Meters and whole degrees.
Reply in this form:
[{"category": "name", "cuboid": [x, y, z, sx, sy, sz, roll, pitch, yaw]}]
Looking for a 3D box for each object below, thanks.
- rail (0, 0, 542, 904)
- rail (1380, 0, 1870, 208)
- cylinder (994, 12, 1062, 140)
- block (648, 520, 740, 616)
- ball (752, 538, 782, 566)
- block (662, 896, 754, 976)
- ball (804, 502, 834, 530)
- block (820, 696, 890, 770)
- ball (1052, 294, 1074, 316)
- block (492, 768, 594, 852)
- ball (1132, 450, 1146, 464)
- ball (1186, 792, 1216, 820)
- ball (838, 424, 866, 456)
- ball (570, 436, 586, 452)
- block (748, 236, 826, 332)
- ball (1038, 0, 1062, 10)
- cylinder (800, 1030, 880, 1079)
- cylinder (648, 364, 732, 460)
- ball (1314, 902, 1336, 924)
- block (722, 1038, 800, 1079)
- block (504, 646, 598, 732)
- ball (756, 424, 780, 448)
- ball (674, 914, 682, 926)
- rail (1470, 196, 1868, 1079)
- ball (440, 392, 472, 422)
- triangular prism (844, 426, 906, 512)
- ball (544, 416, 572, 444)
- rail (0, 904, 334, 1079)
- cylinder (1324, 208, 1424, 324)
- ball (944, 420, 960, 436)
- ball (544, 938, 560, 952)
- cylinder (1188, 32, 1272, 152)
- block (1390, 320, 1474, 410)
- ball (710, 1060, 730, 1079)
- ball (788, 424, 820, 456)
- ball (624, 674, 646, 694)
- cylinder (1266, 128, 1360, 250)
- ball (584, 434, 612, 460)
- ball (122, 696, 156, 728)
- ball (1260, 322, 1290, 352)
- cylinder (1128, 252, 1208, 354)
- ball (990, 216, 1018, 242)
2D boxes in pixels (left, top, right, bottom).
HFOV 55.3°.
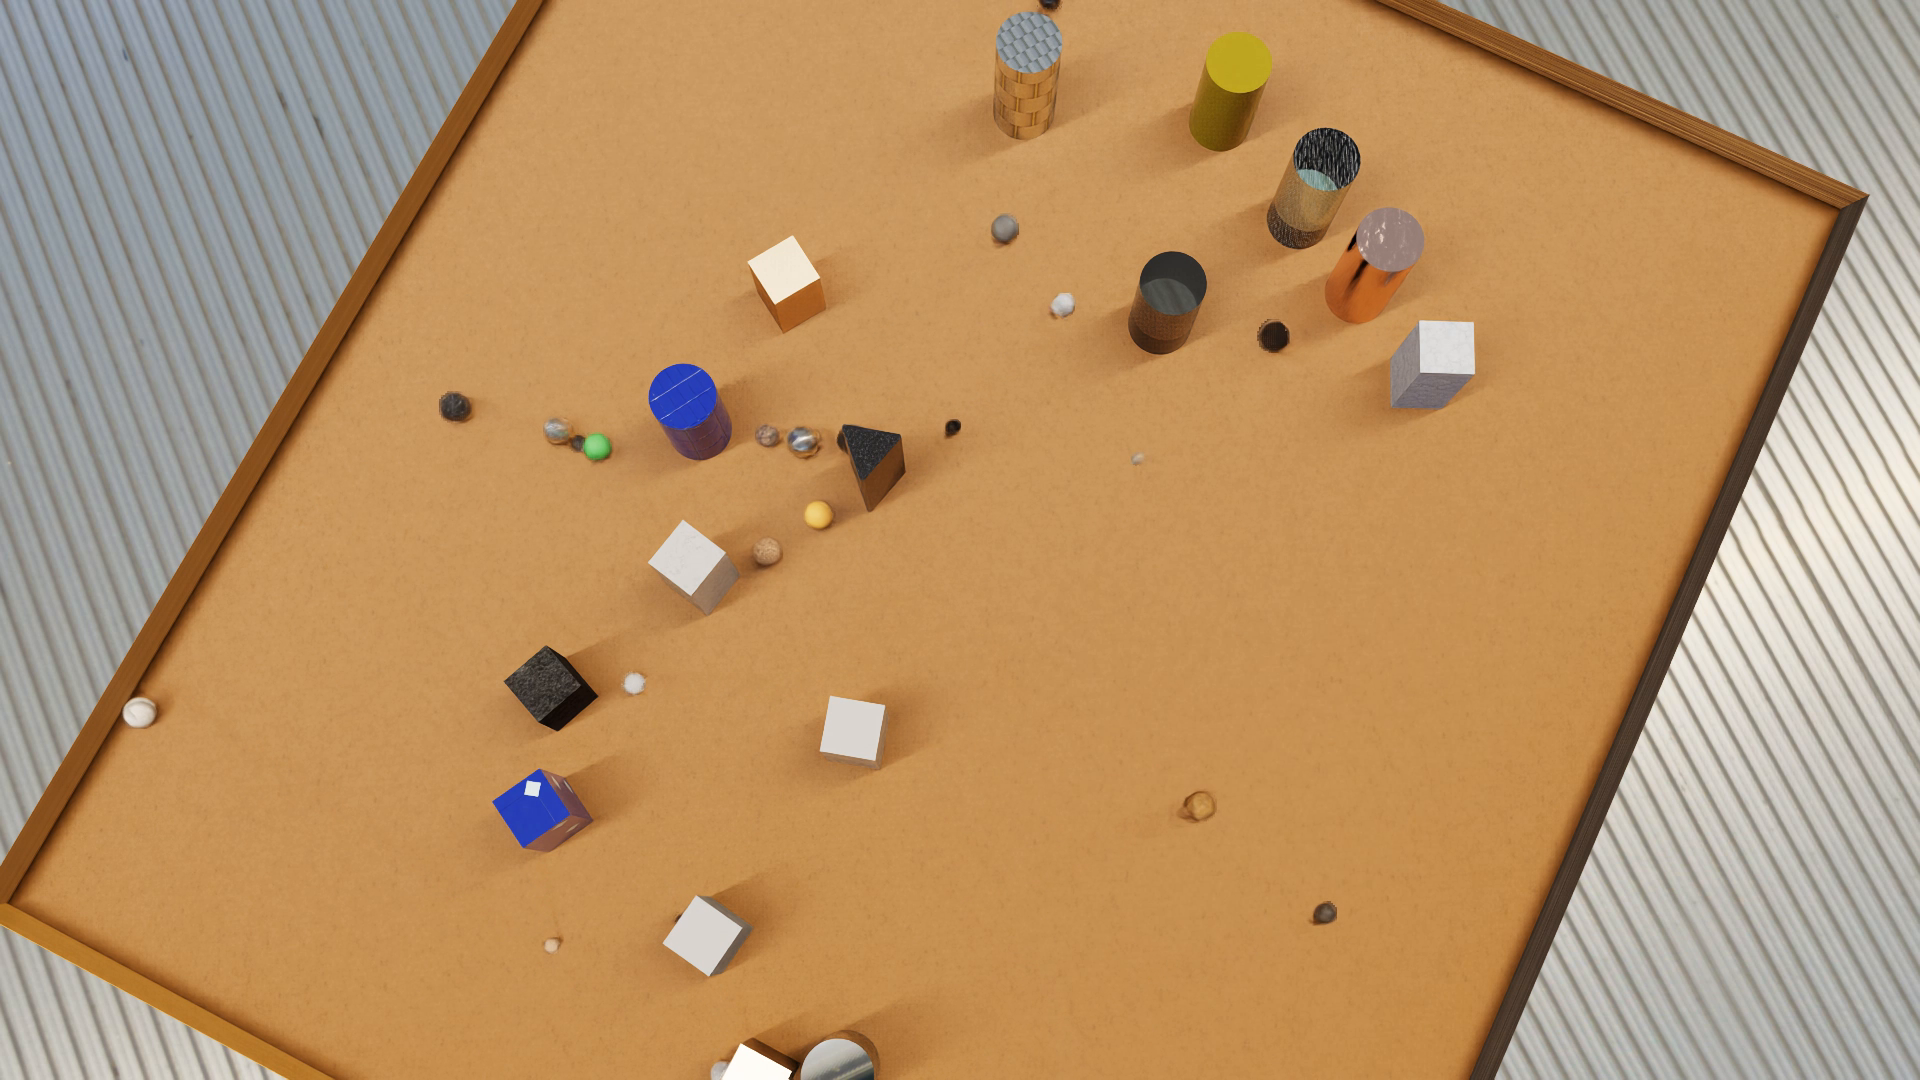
[{"category": "rail", "cuboid": [-1.810, -0.879, 5.732, 0.045, 0.129, 4.490, 26, 80, 5]}, {"category": "rail", "cuboid": [0.993, -1.939, 5.951, 4.094, 0.129, 0.045, 26, 80, 5]}, {"category": "cylinder", "cuboid": [0.206, -1.429, 5.670, 0.198, 0.474, 0.198, 0, 78, 0]}, {"category": "block", "cuboid": [-0.781, 0.087, 5.416, 0.158, 0.357, 0.158, 37, 81, 7]}, {"category": "ball", "cuboid": [-0.586, 0.035, 5.564, 0.088, 0.088, 0.088, 0, 78, 0]}, {"category": "block", "cuboid": [-0.715, 1.128, 5.231, 0.158, 0.297, 0.158, 34, 80, 7]}, {"category": "ball", "cuboid": [-0.430, -0.076, 5.588, 0.086, 0.086, 0.086, 0, 78, 0]}, {"category": "block", "cuboid": [-0.304, 0.564, 5.335, 0.158, 0.323, 0.158, 10, 78, 2]}, {"category": "ball", "cuboid": [0.322, -0.734, 5.734, 0.068, 0.068, 0.068, 0, 78, 0]}, {"category": "block", "cuboid": [-1.198, 0.783, 5.283, 0.158, 0.336, 0.158, -35, 80, -7]}, {"category": "ball", "cuboid": [0.552, -0.254, 5.648, 0.042, 0.042, 0.042, 0, 78, 0]}, {"category": "ball", "cuboid": [0.712, 0.785, 5.411, 0.084, 0.084, 0.084, 0, 78, 0]}, {"category": "ball", "cuboid": [-0.328, -0.308, 5.630, 0.099, 0.099, 0.099, 0, 78, 0]}, {"category": "ball", "cuboid": [-1.176, -0.299, 5.653, 0.049, 0.049, 0.049, 0, 78, 0]}, {"category": "block", "cuboid": [-0.529, -0.782, 5.635, 0.158, 0.281, 0.158, -32, 80, -6]}, {"category": "ball", "cuboid": [0.291, -1.758, 5.942, 0.076, 0.076, 0.076, 0, 78, 0]}, {"category": "cylinder", "cuboid": [-0.329, 1.480, 5.109, 0.198, 0.393, 0.198, 0, 78, 0]}, {"category": "cylinder", "cuboid": [-0.806, -0.380, 5.505, 0.198, 0.372, 0.198, 0, 78, 0]}, {"category": "ball", "cuboid": [1.066, 1.093, 5.359, 0.062, 0.062, 0.062, 0, 78, 0]}, {"category": "block", "cuboid": [-0.568, 1.518, 5.153, 0.158, 0.293, 0.158, 27, 80, 5]}, {"category": "block", "cuboid": [-1.200, 0.439, 5.392, 0.158, 0.262, 0.158, -41, 81, -8]}, {"category": "ball", "cuboid": [-0.591, -0.320, 5.647, 0.071, 0.071, 0.071, 0, 78, 0]}, {"category": "ball", "cuboid": [-0.813, 1.119, 5.362, 0.045, 0.045, 0.045, 0, 78, 0]}, {"category": "rail", "cuboid": [1.810, 0.893, 5.365, 0.045, 0.129, 4.490, 26, 80, 5]}, {"category": "ball", "cuboid": [-1.555, -0.408, 5.655, 0.091, 0.091, 0.091, 0, 78, 0]}, {"category": "triangular prism", "cuboid": [-0.280, -0.239, 5.451, 0.148, 0.422, 0.171, 40, 81, 8]}, {"category": "ball", "cuboid": [-1.237, -0.337, 5.644, 0.083, 0.083, 0.083, 0, 78, 0]}, {"category": "rail", "cuboid": [-0.993, 1.952, 5.146, 4.094, 0.129, 0.045, 26, 80, 5]}, {"category": "cylinder", "cuboid": [1.248, -0.824, 5.546, 0.198, 0.473, 0.198, 0, 78, 0]}, {"category": "ball", "cuboid": [-0.024, -0.345, 5.665, 0.046, 0.046, 0.046, 0, 78, 0]}, {"category": "ball", "cuboid": [-1.192, 1.182, 5.349, 0.045, 0.045, 0.045, 0, 78, 0]}, {"category": "cylinder", "cuboid": [0.835, -1.385, 5.687, 0.198, 0.425, 0.198, 0, 78, 0]}, {"category": "block", "cuboid": [1.422, -0.525, 5.534, 0.158, 0.374, 0.158, 2, 78, 0]}, {"category": "ball", "cuboid": [-0.686, 1.529, 5.268, 0.062, 0.062, 0.062, 0, 78, 0]}, {"category": "ball", "cuboid": [-0.480, -0.305, 5.629, 0.099, 0.099, 0.099, 0, 78, 0]}, {"category": "ball", "cuboid": [-0.975, 0.431, 5.495, 0.063, 0.063, 0.063, 0, 78, 0]}, {"category": "cylinder", "cuboid": [1.074, -1.066, 5.594, 0.198, 0.476, 0.198, 0, 78, 0]}, {"category": "ball", "cuboid": [-1.114, -0.286, 5.634, 0.083, 0.083, 0.083, 0, 78, 0]}, {"category": "ball", "cuboid": [-2.445, 0.514, 5.463, 0.092, 0.092, 0.092, 0, 78, 0]}, {"category": "ball", "cuboid": [0.980, -0.634, 5.701, 0.092, 0.092, 0.092, 0, 78, 0]}, {"category": "cylinder", "cuboid": [0.627, -0.716, 5.569, 0.198, 0.384, 0.198, 0, 78, 0]}, {"category": "ball", "cuboid": [0.139, -0.981, 5.777, 0.083, 0.083, 0.083, 0, 78, 0]}]
